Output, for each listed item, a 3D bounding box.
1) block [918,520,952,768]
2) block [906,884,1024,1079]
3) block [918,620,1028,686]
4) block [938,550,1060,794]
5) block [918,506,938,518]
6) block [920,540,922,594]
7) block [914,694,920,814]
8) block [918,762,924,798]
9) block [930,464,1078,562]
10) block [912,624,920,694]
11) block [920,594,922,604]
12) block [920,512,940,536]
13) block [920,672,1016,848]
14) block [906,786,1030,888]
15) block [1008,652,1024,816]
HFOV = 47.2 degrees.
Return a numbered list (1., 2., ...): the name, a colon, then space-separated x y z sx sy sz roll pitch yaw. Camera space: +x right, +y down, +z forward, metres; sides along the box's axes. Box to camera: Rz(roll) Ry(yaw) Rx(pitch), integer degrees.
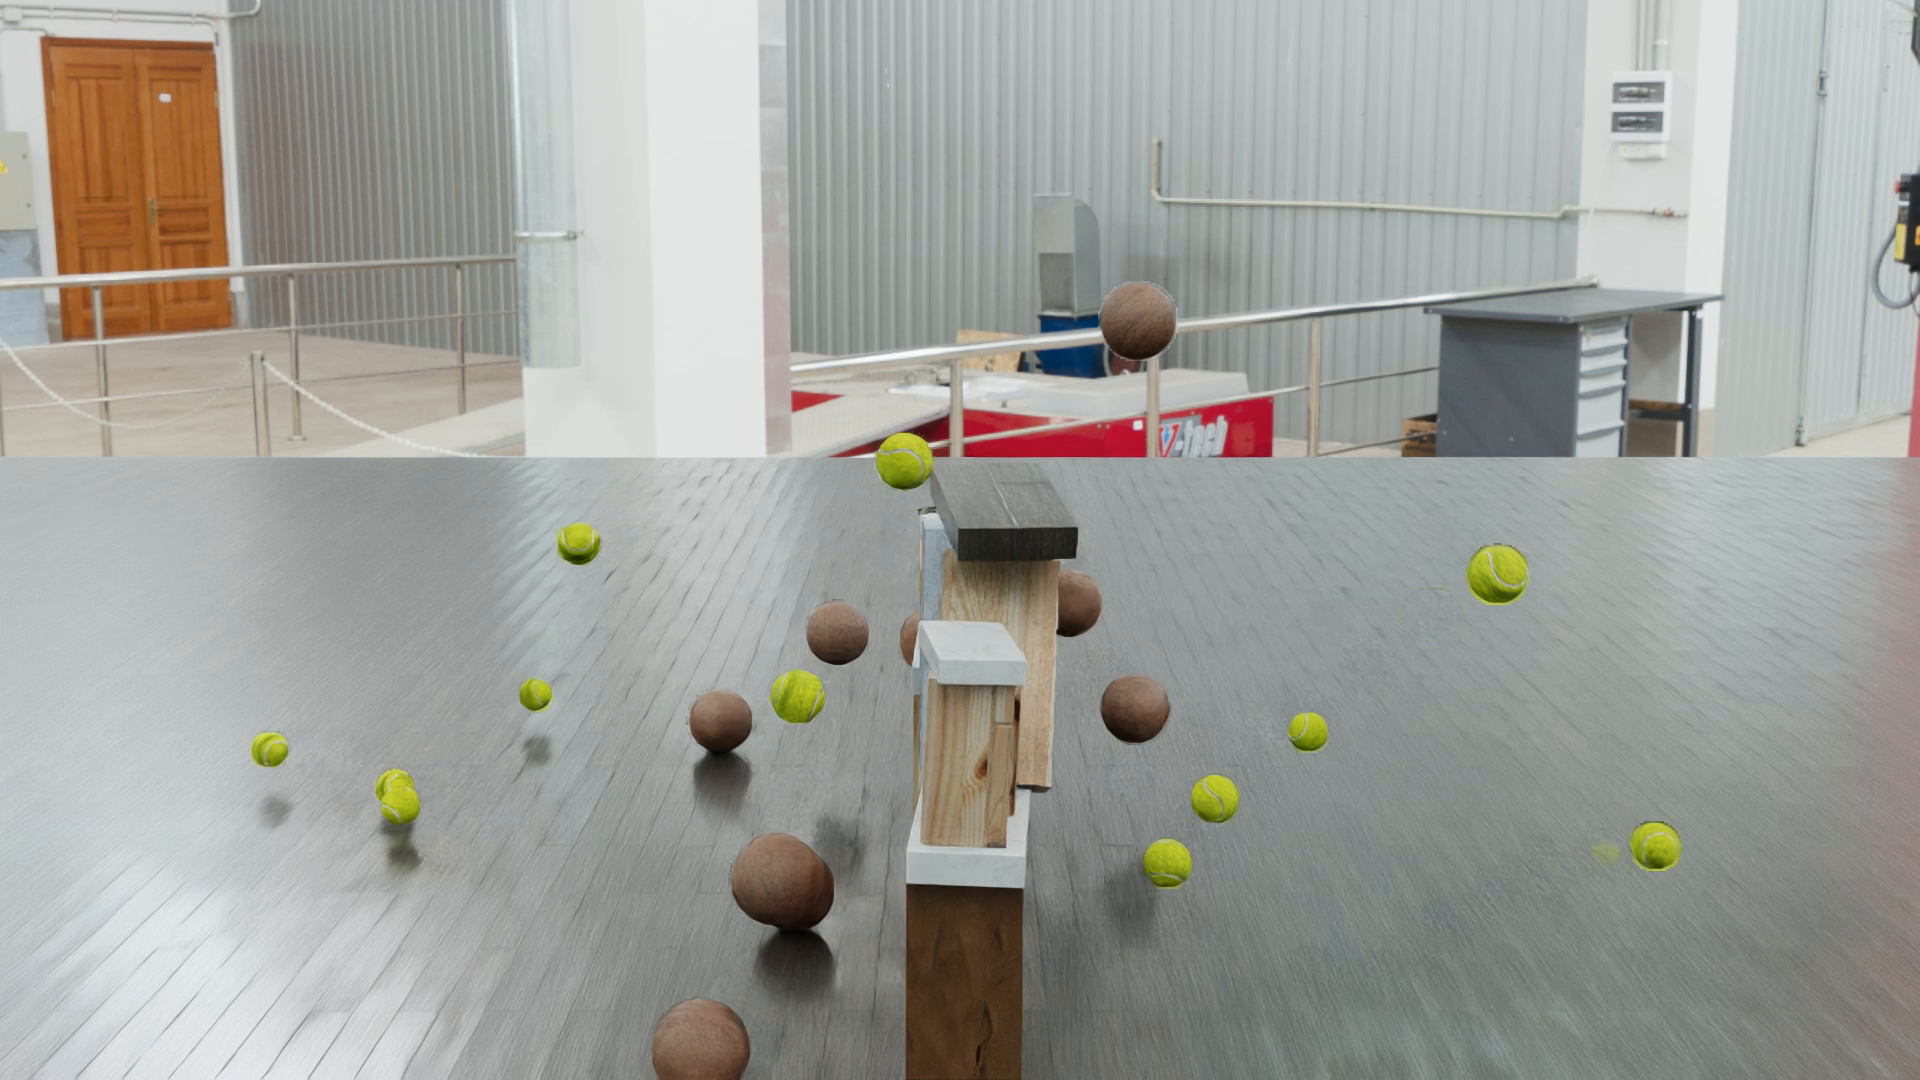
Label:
1. block: 0.026 0.156 3.283 0.167 0.375 0.047 0 17 -5
2. block: 0.005 0.582 2.881 0.152 0.303 0.043 0 11 0
3. block: 0.014 0.145 2.852 0.110 0.031 0.220 2 10 -8
4. block: 0.050 0.187 3.149 0.167 0.335 0.047 6 -19 -7
5. block: 0.005 0.063 4.245 0.135 0.269 0.038 -10 -8 19
6. block: 0.005 0.035 3.416 0.133 0.038 0.266 0 12 0
7. block: 0.005 0.410 3.733 0.166 0.331 0.047 0 11 0
8. block: 0.001 0.482 3.508 0.134 0.268 0.038 0 -2 0
9. block: 0.059 -0.044 3.218 0.167 0.047 0.335 -1 17 -7
10. block: 0.006 0.204 3.807 0.166 0.047 0.331 0 11 1
11. block: 0.003 0.227 3.568 0.133 0.398 0.038 -1 15 -5
12. block: 0.043 -0.005 3.407 0.125 0.035 0.249 -8 15 -22
13. block: 0.010 0.281 2.810 0.110 0.220 0.031 3 13 1
14. block: 0.015 0.392 2.947 0.152 0.043 0.303 2 11 3
15. block: 0.025 0.256 2.949 0.110 0.220 0.031 4 11 6
